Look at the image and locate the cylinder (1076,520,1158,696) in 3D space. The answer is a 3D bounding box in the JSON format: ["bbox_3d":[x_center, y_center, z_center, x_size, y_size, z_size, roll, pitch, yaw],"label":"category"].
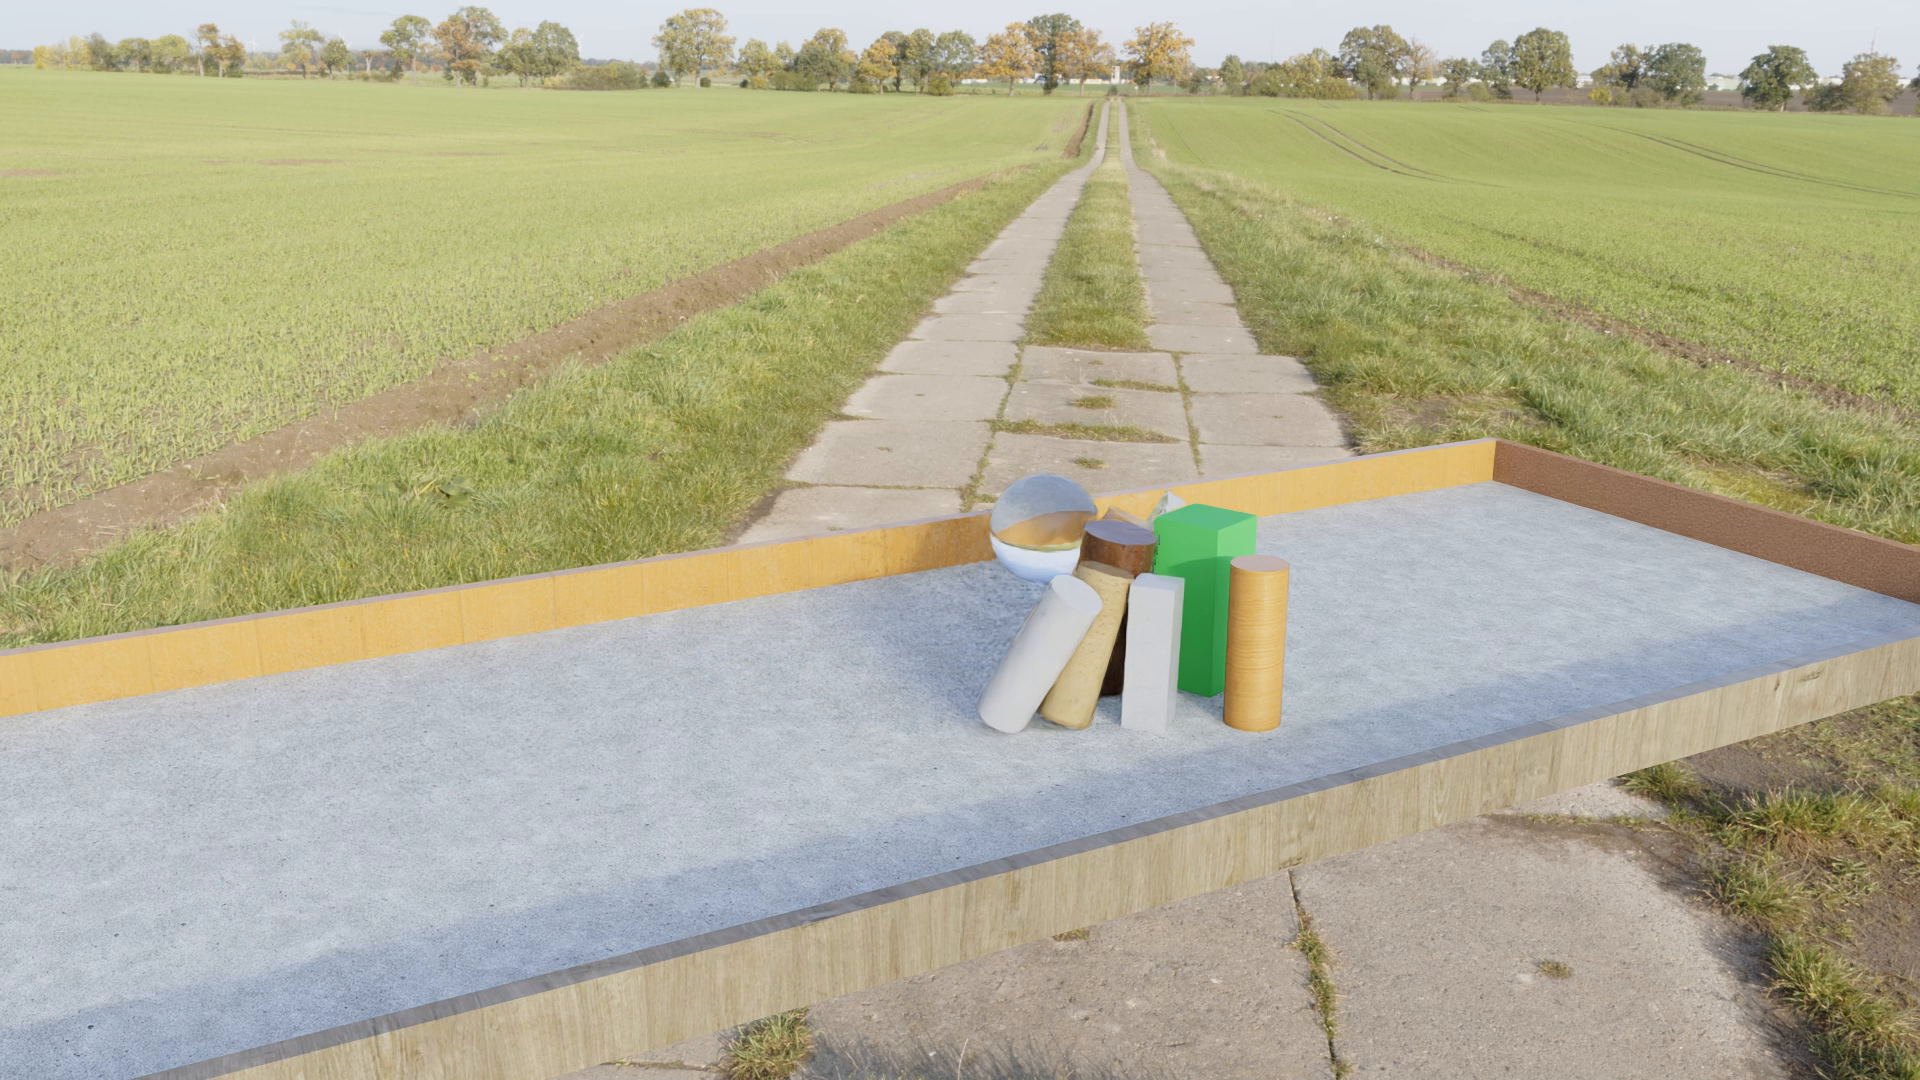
[{"bbox_3d":[0.362,0.166,4.054,0.180,0.393,0.180,8,19,-3],"label":"cylinder"}]

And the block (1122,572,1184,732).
[{"bbox_3d":[0.449,0.262,3.841,0.105,0.347,0.105,7,17,18],"label":"block"}]

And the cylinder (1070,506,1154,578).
[{"bbox_3d":[0.362,0.098,4.348,0.131,0.361,0.131,28,12,-6],"label":"cylinder"}]

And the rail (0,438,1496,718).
[{"bbox_3d":[-3.305,0.497,3.399,12.000,0.150,0.050,-9,18,-27],"label":"rail"}]

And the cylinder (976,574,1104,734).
[{"bbox_3d":[0.178,0.263,3.764,0.130,0.378,0.130,22,30,-14],"label":"cylinder"}]

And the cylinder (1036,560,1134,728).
[{"bbox_3d":[0.291,0.242,3.839,0.131,0.368,0.131,15,10,-3],"label":"cylinder"}]

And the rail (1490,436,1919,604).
[{"bbox_3d":[2.466,-0.048,5.253,0.050,0.150,2.100,-9,18,-27],"label":"rail"}]

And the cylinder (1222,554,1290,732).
[{"bbox_3d":[0.690,0.240,3.845,0.135,0.390,0.135,0,16,0],"label":"cylinder"}]

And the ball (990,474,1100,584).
[{"bbox_3d":[0.237,-0.031,4.608,0.311,0.311,0.311,0,16,0],"label":"ball"}]

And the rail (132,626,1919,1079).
[{"bbox_3d":[-2.336,1.006,1.665,12.000,0.150,0.050,-9,18,-27],"label":"rail"}]

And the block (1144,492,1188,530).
[{"bbox_3d":[0.522,0.048,4.517,0.128,0.333,0.128,34,17,-4],"label":"block"}]

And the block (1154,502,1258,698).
[{"bbox_3d":[0.603,0.147,4.099,0.179,0.427,0.179,14,21,39],"label":"block"}]

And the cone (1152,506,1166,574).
[{"bbox_3d":[0.515,0.085,4.358,0.173,0.384,0.173,5,16,-2],"label":"cone"}]
